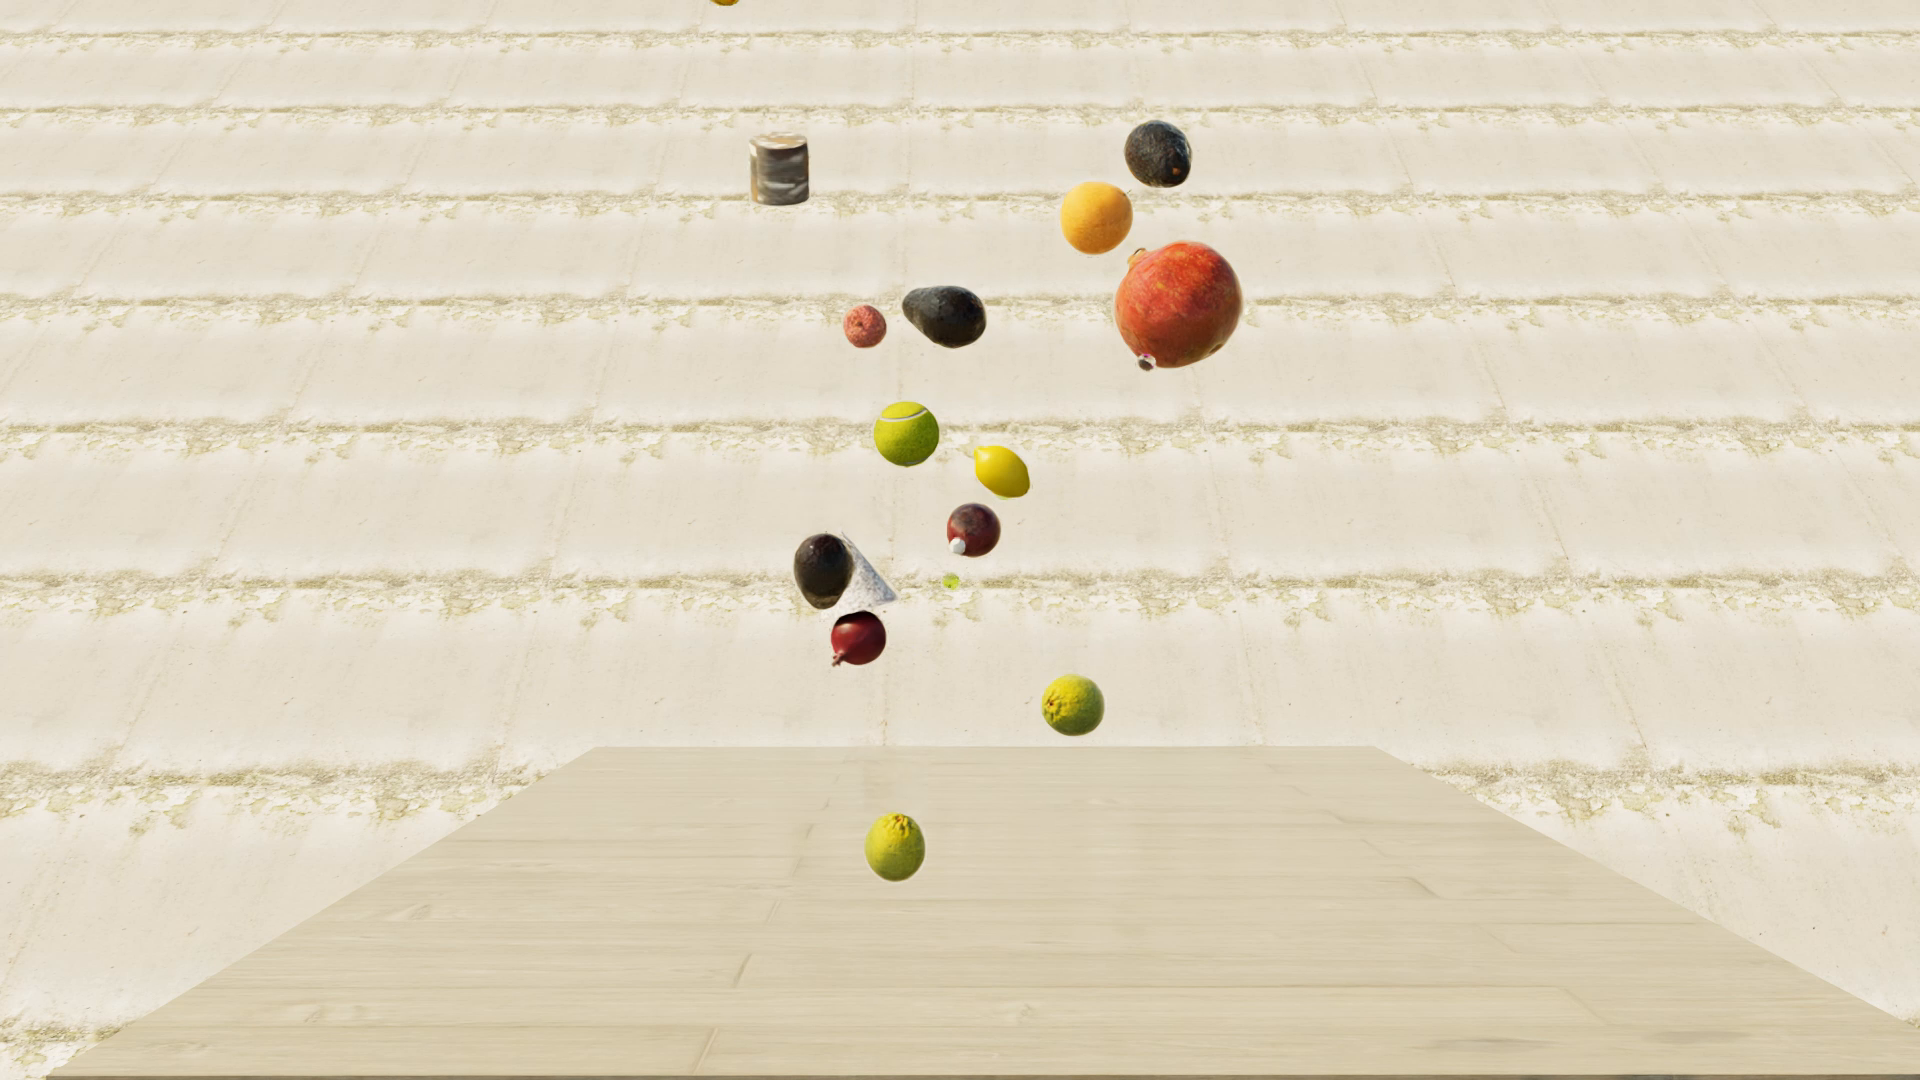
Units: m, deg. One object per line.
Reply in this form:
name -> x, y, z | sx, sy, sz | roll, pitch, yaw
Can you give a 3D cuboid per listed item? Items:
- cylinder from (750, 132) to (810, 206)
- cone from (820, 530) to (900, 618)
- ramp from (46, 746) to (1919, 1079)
cylinder -> -0.164, -0.336, 2.345 | 0.053, 0.053, 0.053 | 0, 25, 0
cone -> -0.117, 0.030, 2.753 | 0.088, 0.088, 0.088 | -14, 3, 1
ramp -> 0.066, 0.588, 4.639 | 2.000, 0.100, 4.000 | 0, 0, 0
